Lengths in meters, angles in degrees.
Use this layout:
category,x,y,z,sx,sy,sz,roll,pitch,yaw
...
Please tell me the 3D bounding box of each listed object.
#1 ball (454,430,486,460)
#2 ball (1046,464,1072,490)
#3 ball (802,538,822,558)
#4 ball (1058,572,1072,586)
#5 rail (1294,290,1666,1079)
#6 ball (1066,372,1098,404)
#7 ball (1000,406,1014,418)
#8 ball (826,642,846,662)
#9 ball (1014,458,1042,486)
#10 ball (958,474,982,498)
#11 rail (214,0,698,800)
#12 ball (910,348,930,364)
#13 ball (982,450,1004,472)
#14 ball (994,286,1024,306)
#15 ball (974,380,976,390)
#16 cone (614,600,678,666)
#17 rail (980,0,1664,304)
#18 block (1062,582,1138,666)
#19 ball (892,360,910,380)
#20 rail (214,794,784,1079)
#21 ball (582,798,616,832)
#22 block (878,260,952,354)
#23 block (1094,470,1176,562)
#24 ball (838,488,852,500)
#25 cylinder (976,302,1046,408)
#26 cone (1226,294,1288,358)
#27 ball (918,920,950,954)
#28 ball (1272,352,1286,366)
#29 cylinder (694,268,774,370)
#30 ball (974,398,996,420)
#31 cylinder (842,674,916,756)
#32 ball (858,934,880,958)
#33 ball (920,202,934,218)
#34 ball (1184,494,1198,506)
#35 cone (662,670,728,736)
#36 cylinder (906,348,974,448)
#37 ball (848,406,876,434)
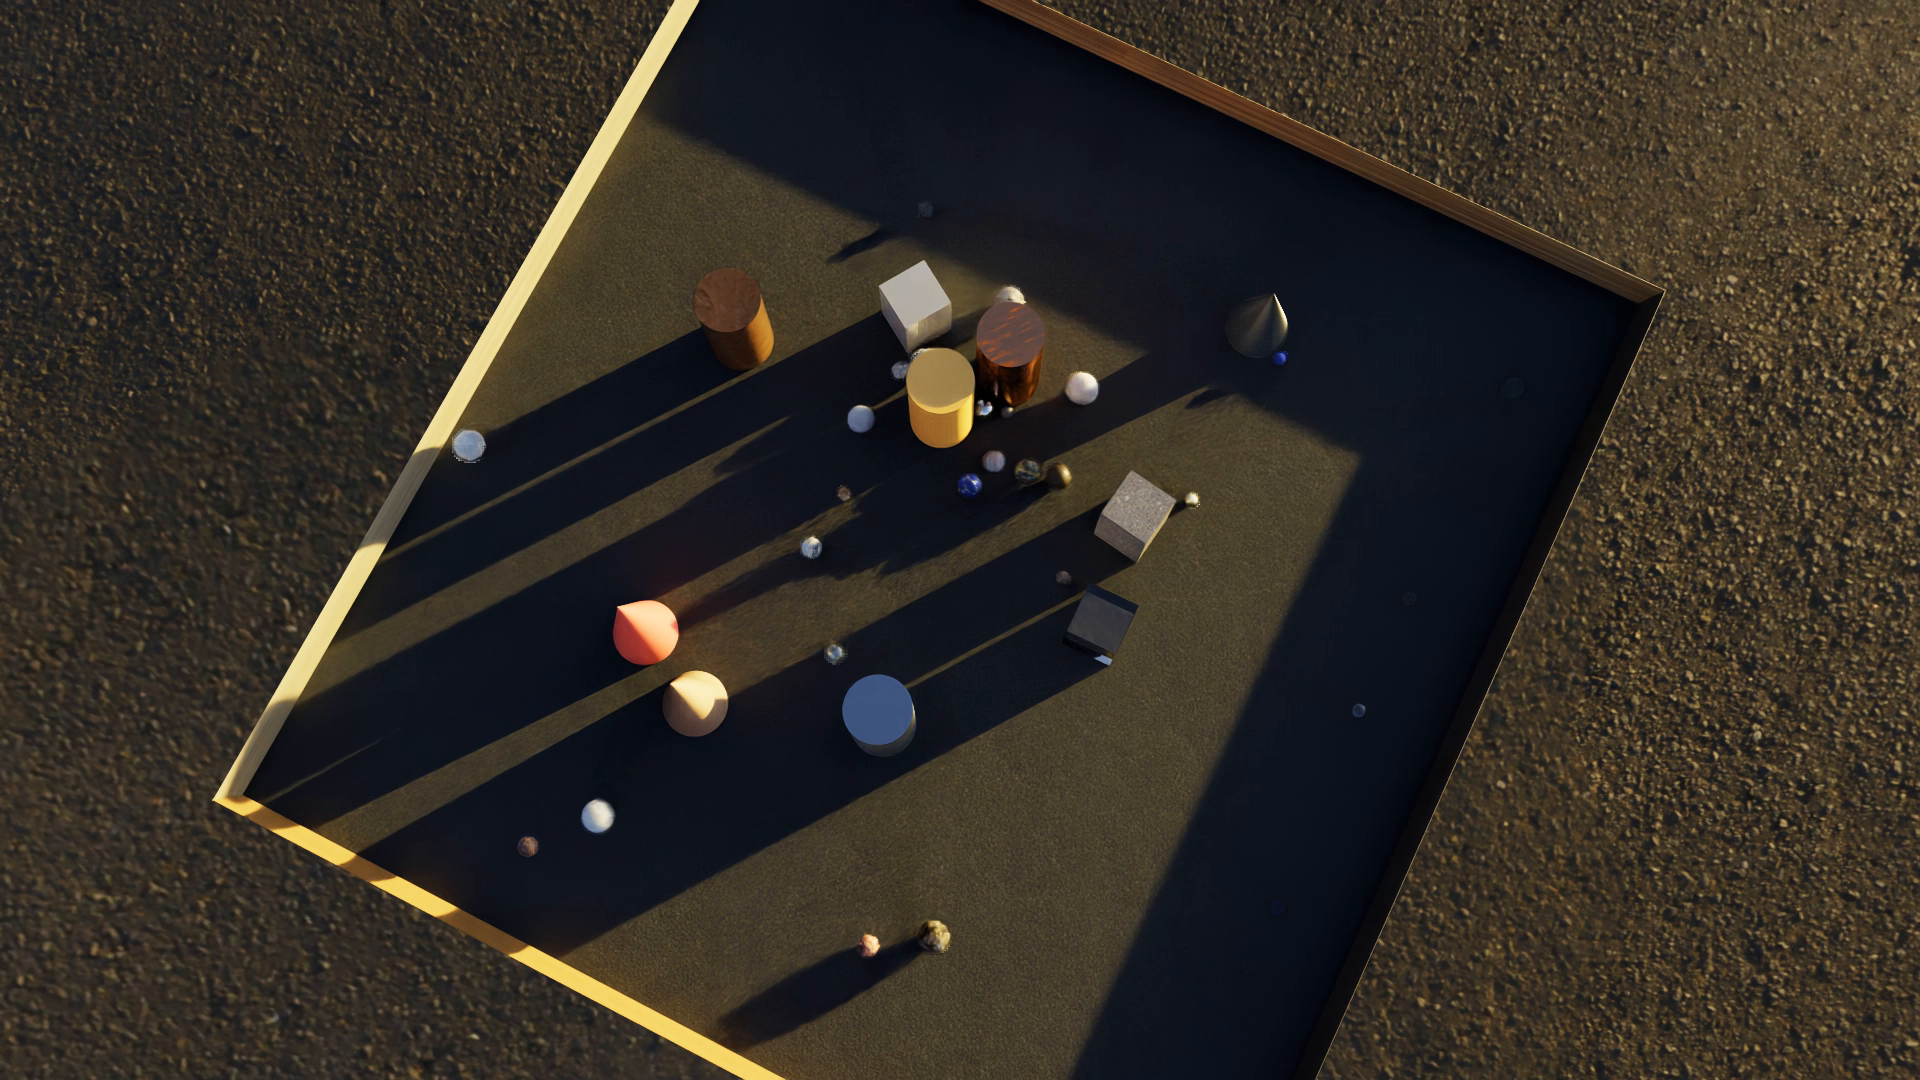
category,x,y,z,sx,sy,sz,roll,pitch,yaw
ball,-1.506,-0.292,5.629,0.094,0.094,0.094,0,78,0
ball,0.302,-0.191,5.616,0.078,0.078,0.078,0,78,0
ball,-0.451,0.024,5.579,0.064,0.064,0.064,0,78,0
ball,0.317,0.117,5.571,0.042,0.042,0.042,0,78,0
rail,1.407,0.696,5.406,0.045,0.129,3.339,26,80,5
ball,0.377,-0.467,5.663,0.099,0.099,0.099,0,78,0
ball,0.145,-0.396,5.678,0.040,0.040,0.040,0,78,0
ball,-0.374,0.338,5.517,0.058,0.058,0.058,0,78,0
ball,0.210,-0.209,5.616,0.086,0.086,0.086,0,78,0
ball,0.030,-0.165,5.612,0.075,0.075,0.075,0,78,0
rail,-1.407,-0.682,5.691,0.045,0.129,3.339,26,80,5
ball,-0.111,-0.550,5.684,0.092,0.092,0.092,0,78,0
ball,0.102,-0.242,5.631,0.069,0.069,0.069,0,78,0
ball,0.155,-0.742,5.721,0.096,0.096,0.096,0,78,0
ball,0.024,-0.483,5.688,0.056,0.056,0.056,0,78,0
cone,-0.953,0.233,5.329,0.199,0.469,0.199,0,78,0
rail,0.736,-1.435,5.847,3.193,0.129,0.045,26,80,5
block,0.415,0.251,5.440,0.159,0.245,0.159,25,79,5
ball,-0.181,-0.528,5.697,0.057,0.057,0.057,0,78,0
rail,-0.736,1.448,5.250,3.193,0.129,0.045,26,80,5
ball,-1.066,0.813,5.398,0.099,0.099,0.099,0,78,0
block,-0.135,-0.713,5.635,0.159,0.252,0.159,-31,80,-6
block,0.520,-0.068,5.482,0.159,0.291,0.159,35,80,7
ball,-0.354,-0.142,5.625,0.040,0.040,0.040,0,78,0
cylinder,0.147,-0.552,5.512,0.199,0.428,0.199,0,78,0
cone,0.932,-0.699,5.595,0.199,0.325,0.199,0,78,0
ball,-0.078,1.154,5.330,0.094,0.094,0.094,0,78,0
ball,0.994,-0.565,5.712,0.043,0.043,0.043,0,78,0
cylinder,-0.683,-0.665,5.559,0.199,0.382,0.199,0,78,0
ball,0.075,-0.406,5.667,0.067,0.067,0.067,0,78,0
cylinder,-0.230,0.513,5.316,0.199,0.381,0.199,0,78,0
ball,-0.267,1.183,5.340,0.063,0.063,0.063,0,78,0
ball,-0.106,-1.047,5.810,0.046,0.046,0.046,0,78,0
ball,0.709,-0.123,5.621,0.041,0.041,0.041,0,78,0
cone,-0.797,0.444,5.280,0.199,0.479,0.199,0,78,0
cylinder,-0.056,-0.422,5.501,0.199,0.397,0.199,0,78,0
ball,-0.305,-0.373,5.650,0.086,0.086,0.086,0,78,0
